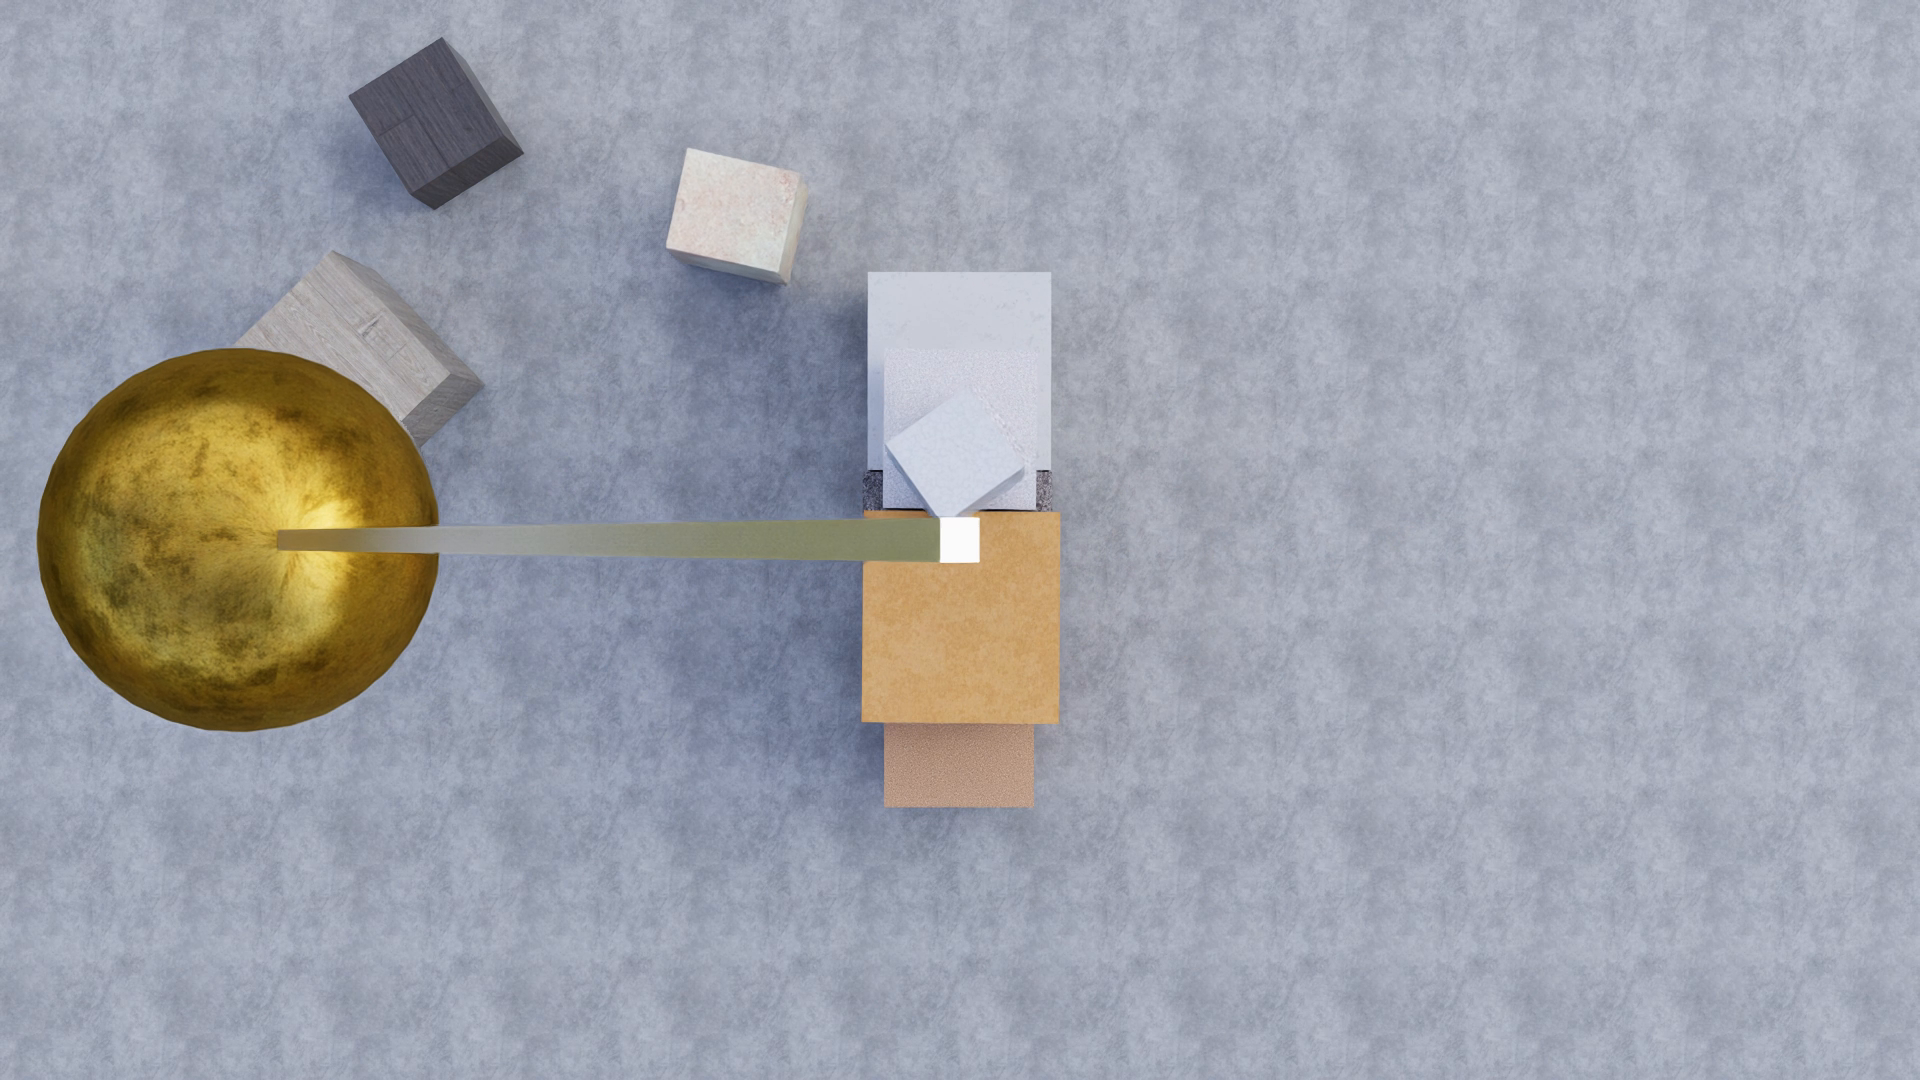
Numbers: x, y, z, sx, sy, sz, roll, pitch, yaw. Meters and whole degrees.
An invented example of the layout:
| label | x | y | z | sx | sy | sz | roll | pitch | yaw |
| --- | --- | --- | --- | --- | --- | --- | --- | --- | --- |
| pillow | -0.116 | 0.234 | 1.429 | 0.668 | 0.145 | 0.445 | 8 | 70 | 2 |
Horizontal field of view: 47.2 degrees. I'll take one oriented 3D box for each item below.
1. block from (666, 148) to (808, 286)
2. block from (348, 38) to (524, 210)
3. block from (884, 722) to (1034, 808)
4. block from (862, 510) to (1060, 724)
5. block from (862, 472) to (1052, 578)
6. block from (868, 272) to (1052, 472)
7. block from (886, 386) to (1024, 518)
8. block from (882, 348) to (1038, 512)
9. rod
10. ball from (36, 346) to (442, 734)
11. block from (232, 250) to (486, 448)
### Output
| label | x | y | z | sx | sy | sz | roll | pitch | yaw |
| --- | --- | --- | --- | --- | --- | --- | --- | --- | --- |
| block | -1.271 | -1.849 | 12.661 | 0.647 | 0.675 | 0.571 | 13 | 90 | 0 |
| block | -3.015 | -2.396 | 12.707 | 0.629 | 0.586 | 0.656 | -32 | 90 | 0 |
| block | -0.005 | 1.063 | 12.545 | 0.823 | 0.910 | 0.812 | 0 | 90 | 0 |
| block | 0.006 | 0.405 | 11.640 | 1.002 | 0.915 | 1.075 | 0 | 88 | 0 |
| block | -0.014 | 0.136 | 12.556 | 1.045 | 0.888 | 1.023 | 0 | 90 | 0 |
| block | -0.003 | -0.925 | 12.520 | 1.004 | 0.961 | 1.083 | 0 | 90 | 0 |
| block | -0.022 | -0.390 | 10.979 | 0.491 | 0.483 | 0.486 | -35 | 85 | -3 |
| block | 0.001 | -0.568 | 11.647 | 0.783 | 0.785 | 0.816 | 1 | 90 | 0 |
| rod | -1.290 | 0.000 | 6.198 | 0.080 | 5.200 | 0.080 | 0 | 90 | -30 |
| ball | -2.978 | 0.000 | 9.150 | 1.600 | 1.600 | 1.600 | 0 | 90 | 0 |
| block | -3.457 | -0.942 | 12.552 | 0.907 | 0.897 | 0.940 | -44 | 90 | 0 |
